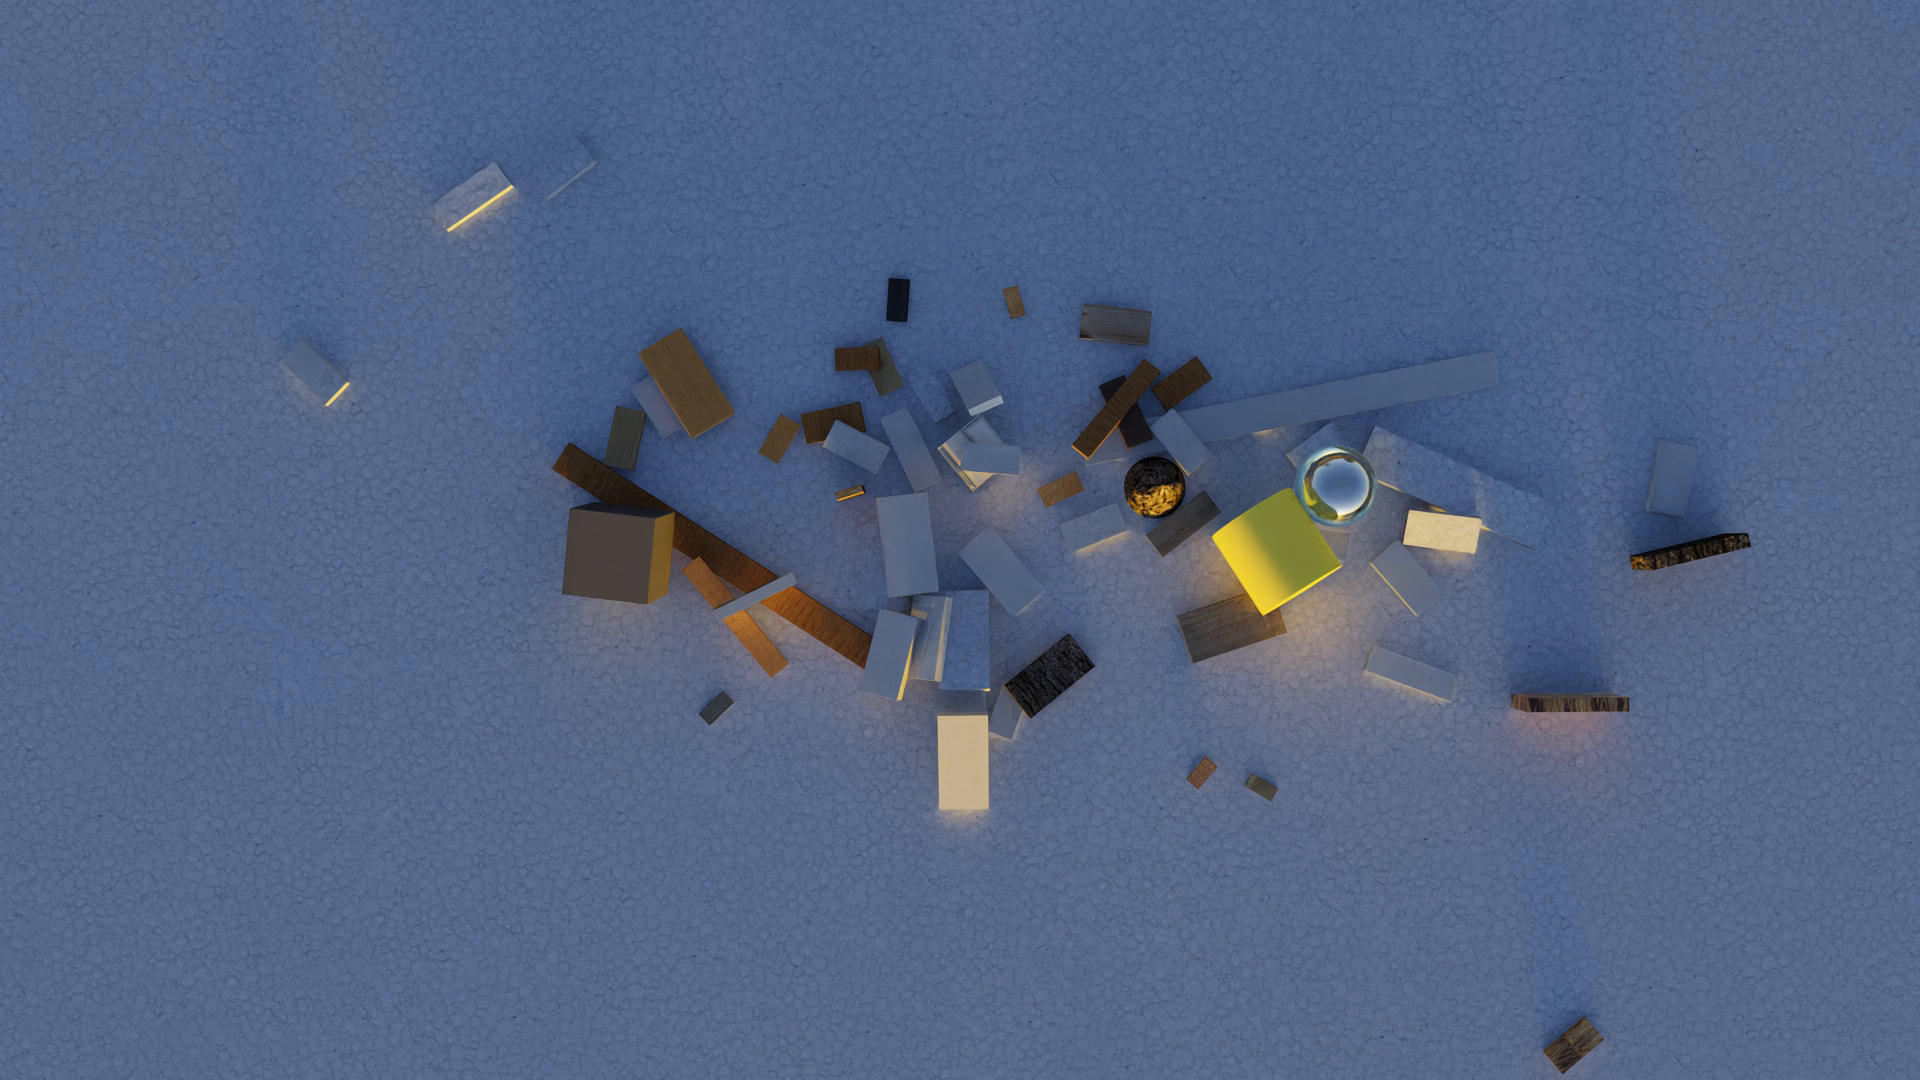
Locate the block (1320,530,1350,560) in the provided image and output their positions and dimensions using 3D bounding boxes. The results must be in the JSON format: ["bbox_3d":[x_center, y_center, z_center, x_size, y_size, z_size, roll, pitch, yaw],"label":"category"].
[{"bbox_3d":[1.197,0.012,5.487,0.183,0.026,0.091,7,90,0],"label":"block"}]

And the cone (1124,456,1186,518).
[{"bbox_3d":[0.649,-0.175,5.397,0.207,0.207,0.207,0,90,0],"label":"cone"}]

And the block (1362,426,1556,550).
[{"bbox_3d":[1.640,-0.174,5.477,0.653,0.046,0.163,24,90,0],"label":"block"}]

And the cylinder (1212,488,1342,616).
[{"bbox_3d":[1.022,0.038,5.328,0.299,0.299,0.299,-32,81,0],"label":"cylinder"}]

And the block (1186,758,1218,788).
[{"bbox_3d":[0.806,0.776,5.493,0.050,0.014,0.101,41,90,0],"label":"block"}]

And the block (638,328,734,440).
[{"bbox_3d":[-0.905,-0.517,5.461,0.164,0.046,0.330,-33,90,-11],"label":"block"}]

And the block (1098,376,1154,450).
[{"bbox_3d":[0.550,-0.423,5.461,0.091,0.026,0.234,-23,78,-3],"label":"block"}]

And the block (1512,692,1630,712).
[{"bbox_3d":[2.002,0.534,5.418,0.327,0.163,0.046,-1,90,0],"label":"block"}]

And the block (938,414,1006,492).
[{"bbox_3d":[0.053,-0.285,5.412,0.177,0.177,0.177,-40,90,0],"label":"block"}]

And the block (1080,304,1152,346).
[{"bbox_3d":[0.517,-0.714,5.484,0.229,0.032,0.114,7,90,0],"label":"block"}]

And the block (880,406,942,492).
[{"bbox_3d":[-0.163,-0.301,5.486,0.101,0.029,0.272,-26,90,0],"label":"block"}]

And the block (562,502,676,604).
[{"bbox_3d":[-1.102,0.039,5.343,0.275,0.275,0.275,7,96,3],"label":"block"}]

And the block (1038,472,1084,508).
[{"bbox_3d":[0.336,-0.168,5.490,0.140,0.020,0.070,-25,90,0],"label":"block"}]

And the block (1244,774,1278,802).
[{"bbox_3d":[1.004,0.823,5.493,0.101,0.014,0.050,31,90,0],"label":"block"}]

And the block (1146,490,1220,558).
[{"bbox_3d":[0.742,-0.054,5.487,0.245,0.026,0.092,-38,90,0],"label":"block"}]

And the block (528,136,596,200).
[{"bbox_3d":[-1.323,-1.237,5.485,0.209,0.030,0.104,-38,90,0],"label":"block"}]

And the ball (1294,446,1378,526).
[{"bbox_3d":[1.223,-0.175,5.367,0.266,0.266,0.266,0,90,0],"label":"ball"}]

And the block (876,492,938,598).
[{"bbox_3d":[-0.173,0.015,5.410,0.164,0.046,0.328,-7,91,-11],"label":"block"}]

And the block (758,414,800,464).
[{"bbox_3d":[-0.601,-0.336,5.489,0.075,0.021,0.149,30,90,0],"label":"block"}]

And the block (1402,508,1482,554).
[{"bbox_3d":[1.593,-0.032,5.457,0.236,0.033,0.118,7,107,5],"label":"block"}]

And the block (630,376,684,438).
[{"bbox_3d":[-0.999,-0.447,5.486,0.100,0.028,0.200,-33,90,0],"label":"block"}]

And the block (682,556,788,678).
[{"bbox_3d":[-0.745,0.255,5.472,0.075,0.021,0.464,-39,94,0],"label":"block"}]

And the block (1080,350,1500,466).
[{"bbox_3d":[1.094,-0.438,5.484,1.399,0.032,0.114,-11,90,0],"label":"block"}]

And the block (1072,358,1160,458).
[{"bbox_3d":[0.516,-0.433,5.441,0.070,0.020,0.382,39,82,9],"label":"block"}]

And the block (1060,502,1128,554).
[{"bbox_3d":[0.444,-0.041,5.486,0.202,0.029,0.101,-22,90,0],"label":"block"}]

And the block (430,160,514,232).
[{"bbox_3d":[-1.624,-1.144,5.486,0.260,0.028,0.100,-35,90,0],"label":"block"}]

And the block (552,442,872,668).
[{"bbox_3d":[-0.755,0.087,5.485,1.358,0.030,0.104,33,90,0],"label":"block"}]

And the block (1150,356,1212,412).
[{"bbox_3d":[0.737,-0.520,5.487,0.185,0.026,0.092,-36,90,0],"label":"block"}]

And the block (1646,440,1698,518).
[{"bbox_3d":[2.367,-0.204,5.483,0.118,0.033,0.236,11,90,0],"label":"block"}]

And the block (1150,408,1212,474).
[{"bbox_3d":[0.728,-0.325,5.453,0.101,0.029,0.203,-40,90,0],"label":"block"}]

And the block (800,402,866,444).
[{"bbox_3d":[-0.421,-0.388,5.486,0.202,0.029,0.101,-12,90,0],"label":"block"}]
